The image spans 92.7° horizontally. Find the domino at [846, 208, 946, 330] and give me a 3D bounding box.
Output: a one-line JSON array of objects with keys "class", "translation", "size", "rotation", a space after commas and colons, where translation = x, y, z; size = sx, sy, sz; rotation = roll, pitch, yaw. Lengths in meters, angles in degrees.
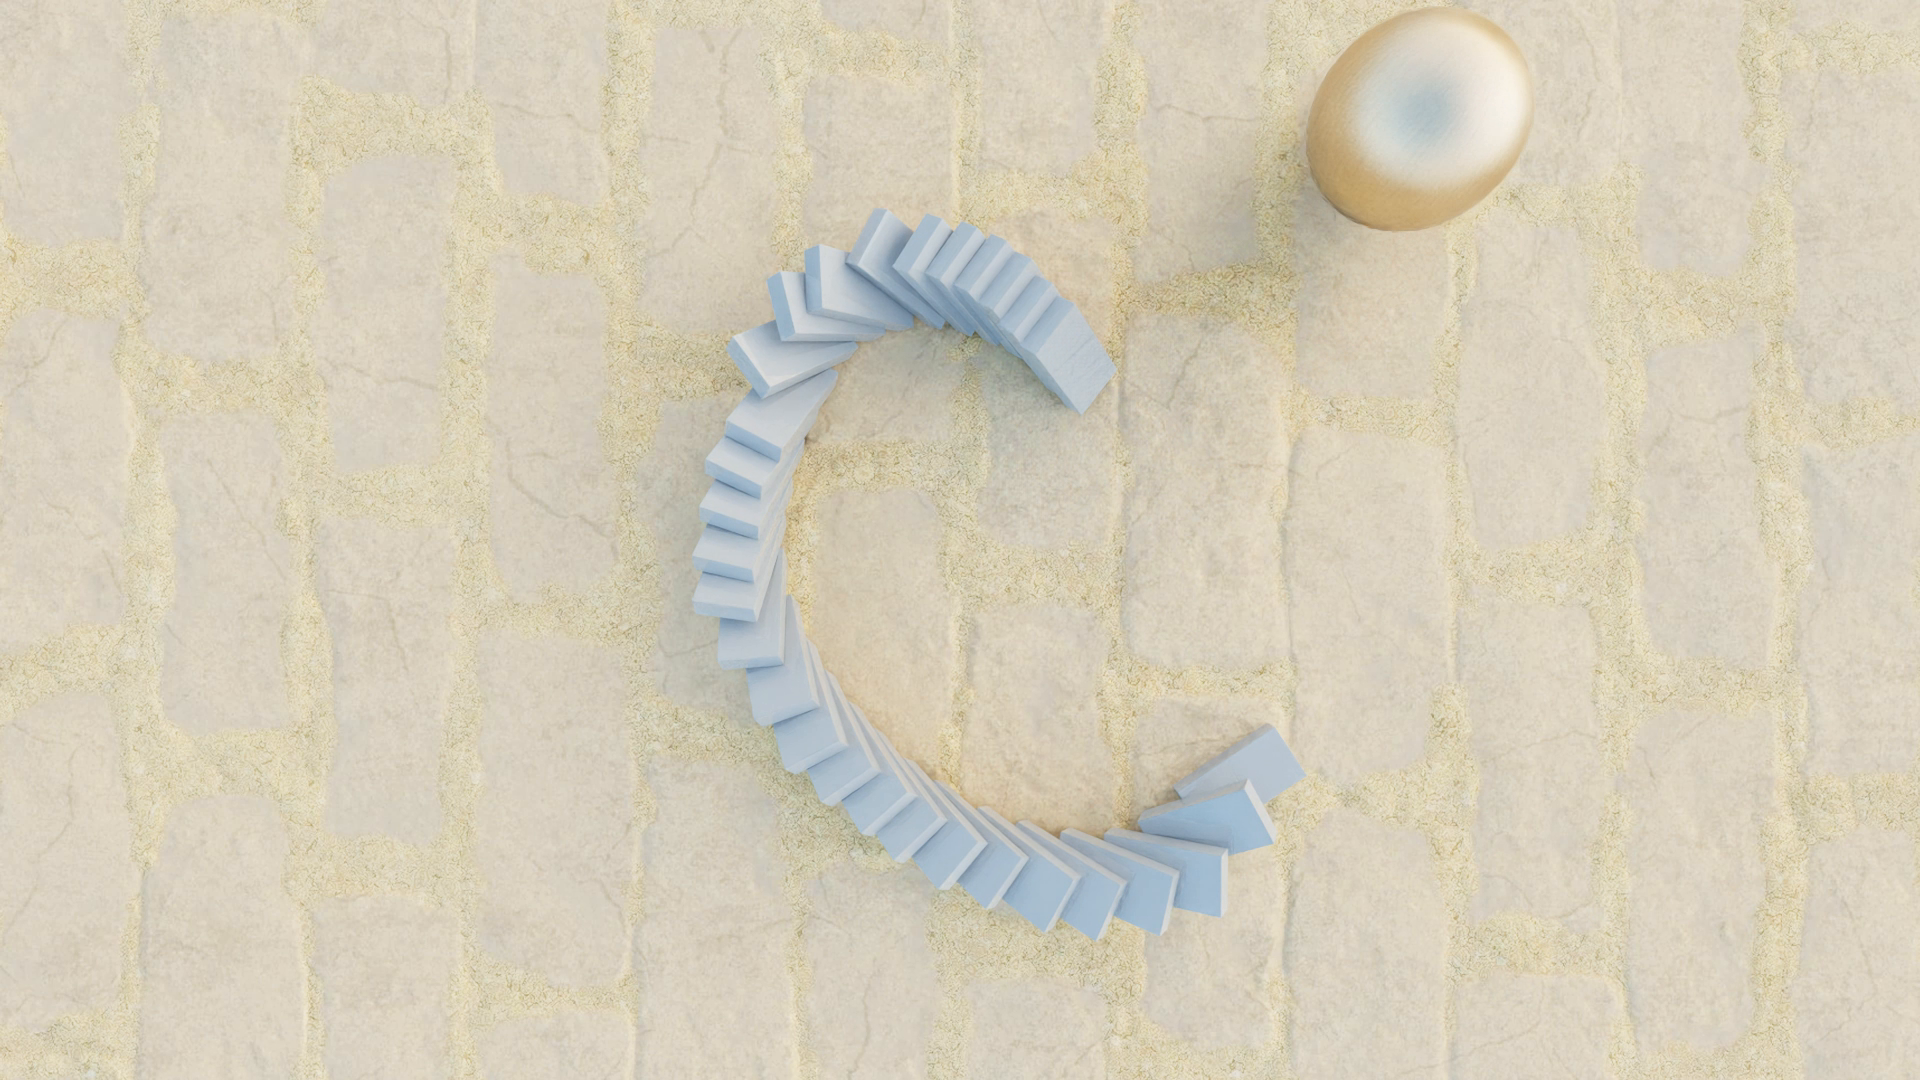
[{"class": "domino", "translation": [-0.021, -0.112, 0.380], "size": [0.050, 0.009, 0.025], "rotation": [28, 90, -43]}]

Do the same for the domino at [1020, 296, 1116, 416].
[{"class": "domino", "translation": [0.045, -0.075, 0.377], "size": [0.010, 0.050, 0.025], "rotation": [38, 90, 36]}]

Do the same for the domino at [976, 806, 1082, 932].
[{"class": "domino", "translation": [0.023, 0.137, 0.383], "size": [0.050, 0.009, 0.025], "rotation": [30, 94, 29]}]

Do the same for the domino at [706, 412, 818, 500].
[{"class": "domino", "translation": [-0.082, -0.042, 0.381], "size": [0.025, 0.010, 0.050], "rotation": [26, 54, 1]}]

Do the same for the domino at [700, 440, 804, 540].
[{"class": "domino", "translation": [-0.086, -0.025, 0.381], "size": [0.025, 0.009, 0.050], "rotation": [19, 53, 0]}]

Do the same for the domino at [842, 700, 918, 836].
[{"class": "domino", "translation": [-0.042, 0.094, 0.382], "size": [0.025, 0.009, 0.050], "rotation": [-42, 56, 1]}]

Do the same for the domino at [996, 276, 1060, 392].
[{"class": "domino", "translation": [0.037, -0.083, 0.377], "size": [0.010, 0.050, 0.025], "rotation": [38, 90, 36]}]

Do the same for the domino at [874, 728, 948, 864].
[{"class": "domino", "translation": [-0.030, 0.106, 0.382], "size": [0.025, 0.009, 0.050], "rotation": [-44, 56, 0]}]

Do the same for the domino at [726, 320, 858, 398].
[{"class": "domino", "translation": [-0.069, -0.080, 0.380], "size": [0.050, 0.009, 0.025], "rotation": [-36, 89, -39]}]

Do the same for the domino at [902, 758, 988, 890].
[{"class": "domino", "translation": [-0.015, 0.118, 0.382], "size": [0.025, 0.009, 0.050], "rotation": [-50, 56, 1]}]

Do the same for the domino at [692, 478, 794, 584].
[{"class": "domino", "translation": [-0.089, -0.007, 0.381], "size": [0.025, 0.009, 0.050], "rotation": [13, 53, 3]}]

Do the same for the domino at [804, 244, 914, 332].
[{"class": "domino", "translation": [-0.041, -0.103, 0.378], "size": [0.009, 0.050, 0.025], "rotation": [-4, 89, 42]}]

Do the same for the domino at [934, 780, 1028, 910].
[{"class": "domino", "translation": [0.002, 0.127, 0.384], "size": [0.050, 0.010, 0.025], "rotation": [35, 90, 29]}]

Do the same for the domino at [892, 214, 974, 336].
[{"class": "domino", "translation": [-0.004, -0.108, 0.377], "size": [0.009, 0.050, 0.025], "rotation": [32, 90, 36]}]

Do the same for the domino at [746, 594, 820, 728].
[{"class": "domino", "translation": [-0.076, 0.050, 0.382], "size": [0.025, 0.010, 0.050], "rotation": [-20, 58, 2]}]

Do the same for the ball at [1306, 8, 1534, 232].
[{"class": "ball", "translation": [0.178, -0.163, 0.360], "size": [0.080, 0.080, 0.080], "rotation": [0, 90, 0]}]

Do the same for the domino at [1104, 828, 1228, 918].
[{"class": "domino", "translation": [0.085, 0.138, 0.383], "size": [0.050, 0.010, 0.025], "rotation": [1, 93, 31]}]

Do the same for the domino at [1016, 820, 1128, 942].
[{"class": "domino", "translation": [0.042, 0.141, 0.383], "size": [0.050, 0.009, 0.025], "rotation": [24, 92, 29]}]

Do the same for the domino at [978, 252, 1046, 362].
[{"class": "domino", "translation": [0.029, -0.092, 0.377], "size": [0.010, 0.050, 0.025], "rotation": [37, 90, 36]}]

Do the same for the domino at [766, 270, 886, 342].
[{"class": "domino", "translation": [-0.054, -0.096, 0.378], "size": [0.009, 0.050, 0.025], "rotation": [-14, 90, 42]}]

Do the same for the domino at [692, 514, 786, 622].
[{"class": "domino", "translation": [-0.091, 0.009, 0.381], "size": [0.025, 0.010, 0.050], "rotation": [8, 53, 2]}]

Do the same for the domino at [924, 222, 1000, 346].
[{"class": "domino", "translation": [0.008, -0.104, 0.377], "size": [0.010, 0.050, 0.025], "rotation": [36, 90, 36]}]

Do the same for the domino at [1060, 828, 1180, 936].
[{"class": "domino", "translation": [0.064, 0.142, 0.383], "size": [0.050, 0.009, 0.025], "rotation": [13, 92, 30]}]

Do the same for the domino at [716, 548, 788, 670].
[{"class": "domino", "translation": [-0.086, 0.028, 0.383], "size": [0.025, 0.010, 0.050], "rotation": [-4, 60, 0]}]

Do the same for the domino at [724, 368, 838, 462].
[{"class": "domino", "translation": [-0.074, -0.057, 0.381], "size": [0.025, 0.009, 0.050], "rotation": [27, 54, 0]}]

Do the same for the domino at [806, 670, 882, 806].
[{"class": "domino", "translation": [-0.055, 0.082, 0.382], "size": [0.025, 0.010, 0.050], "rotation": [-35, 57, 3]}]

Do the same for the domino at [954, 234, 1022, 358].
[{"class": "domino", "translation": [0.019, -0.099, 0.377], "size": [0.010, 0.050, 0.025], "rotation": [37, 90, 36]}]

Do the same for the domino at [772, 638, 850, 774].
[{"class": "domino", "translation": [-0.066, 0.068, 0.381], "size": [0.025, 0.009, 0.050], "rotation": [-28, 57, 5]}]

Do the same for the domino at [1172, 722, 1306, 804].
[{"class": "domino", "translation": [0.120, 0.104, 0.395], "size": [0.050, 0.009, 0.025], "rotation": [-34, 90, 0]}]

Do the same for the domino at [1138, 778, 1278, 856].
[{"class": "domino", "translation": [0.103, 0.120, 0.383], "size": [0.050, 0.009, 0.025], "rotation": [-29, 90, 30]}]
